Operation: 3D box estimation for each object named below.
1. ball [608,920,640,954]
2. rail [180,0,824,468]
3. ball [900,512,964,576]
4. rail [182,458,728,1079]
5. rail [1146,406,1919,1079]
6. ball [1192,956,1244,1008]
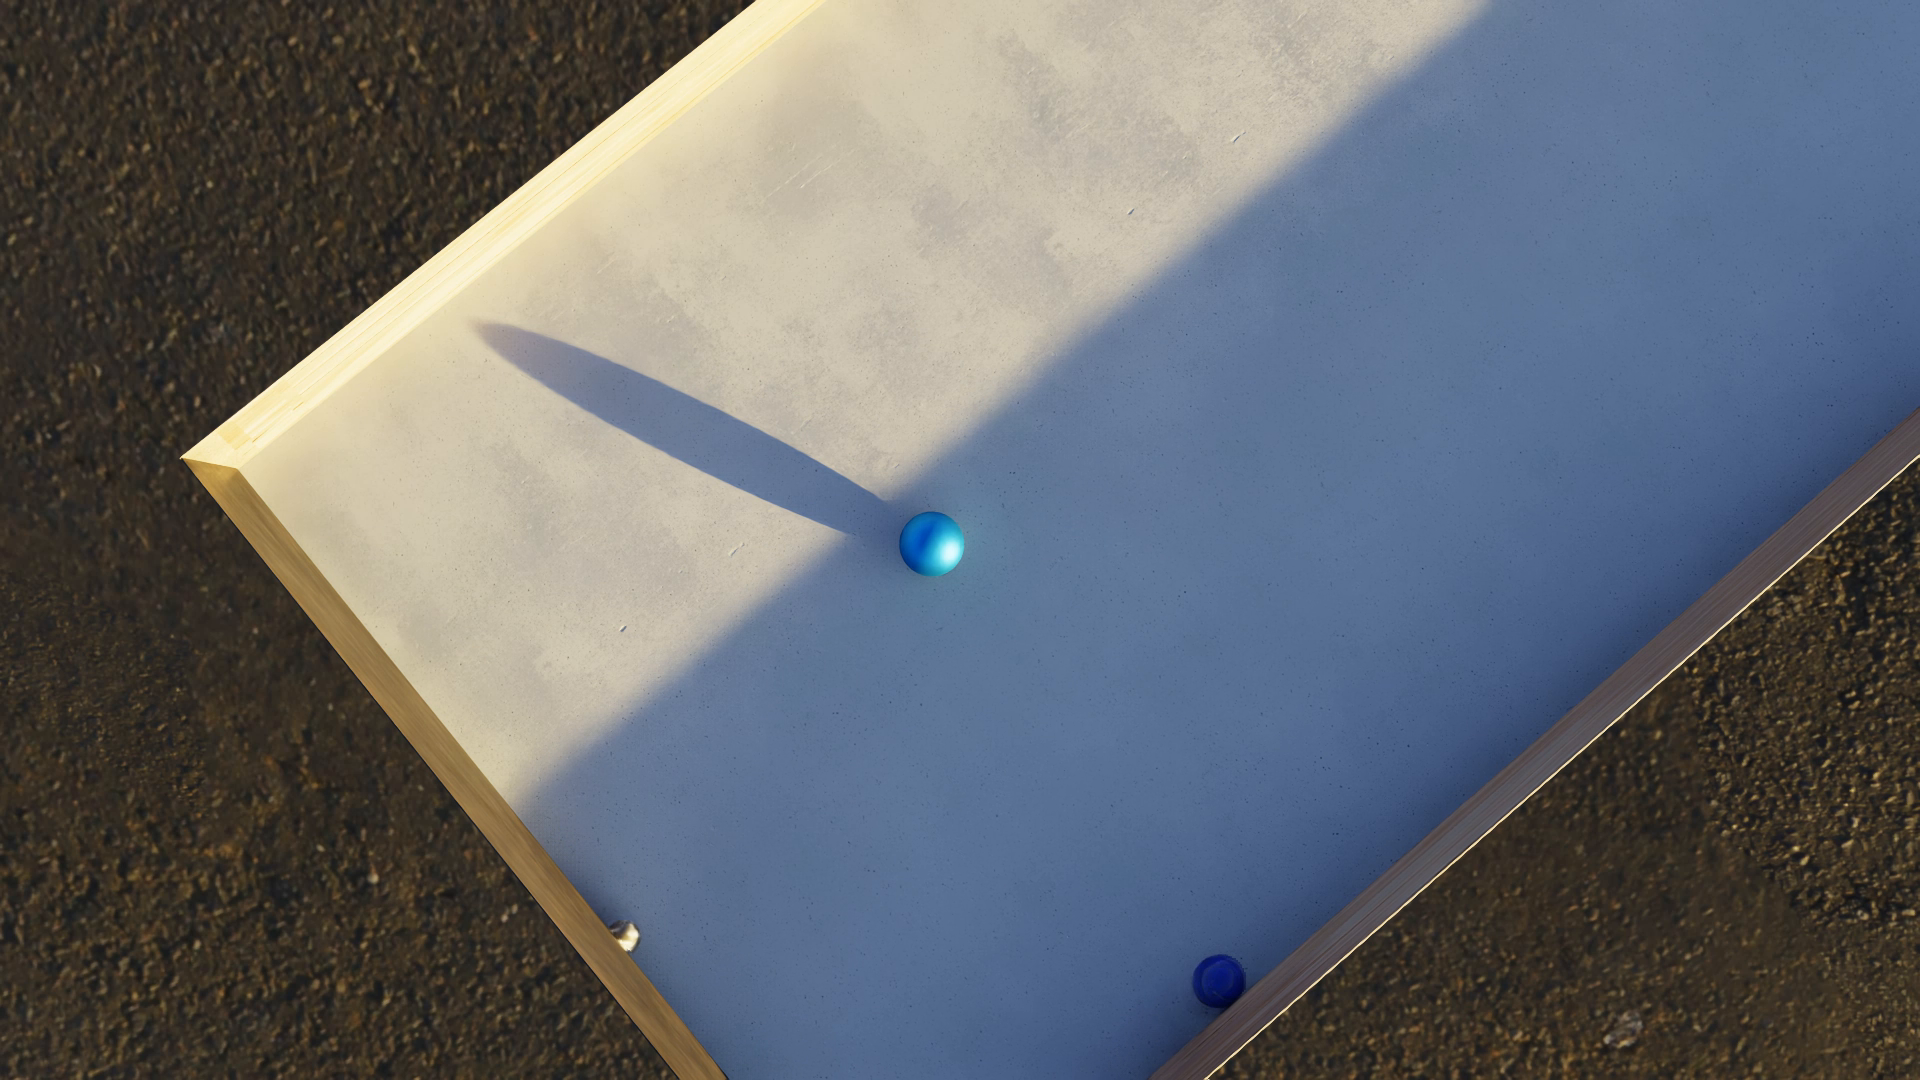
[{"bbox_3d":[-0.489,0.576,3.194,0.049,0.049,0.049,0,82,0],"label":"ball"},{"bbox_3d":[0.103,-1.110,3.402,3.195,0.126,0.045,-40,84,-5],"label":"rail"},{"bbox_3d":[-0.042,0.006,3.254,0.097,0.097,0.097,0,82,0],"label":"ball"},{"bbox_3d":[-0.593,0.490,3.167,0.045,0.126,1.626,-40,84,-5],"label":"rail"},{"bbox_3d":[1.119,0.085,3.227,3.195,0.126,0.045,-40,84,-5],"label":"rail"},{"bbox_3d":[0.373,0.638,3.172,0.075,0.075,0.075,0,82,0],"label":"ball"}]
